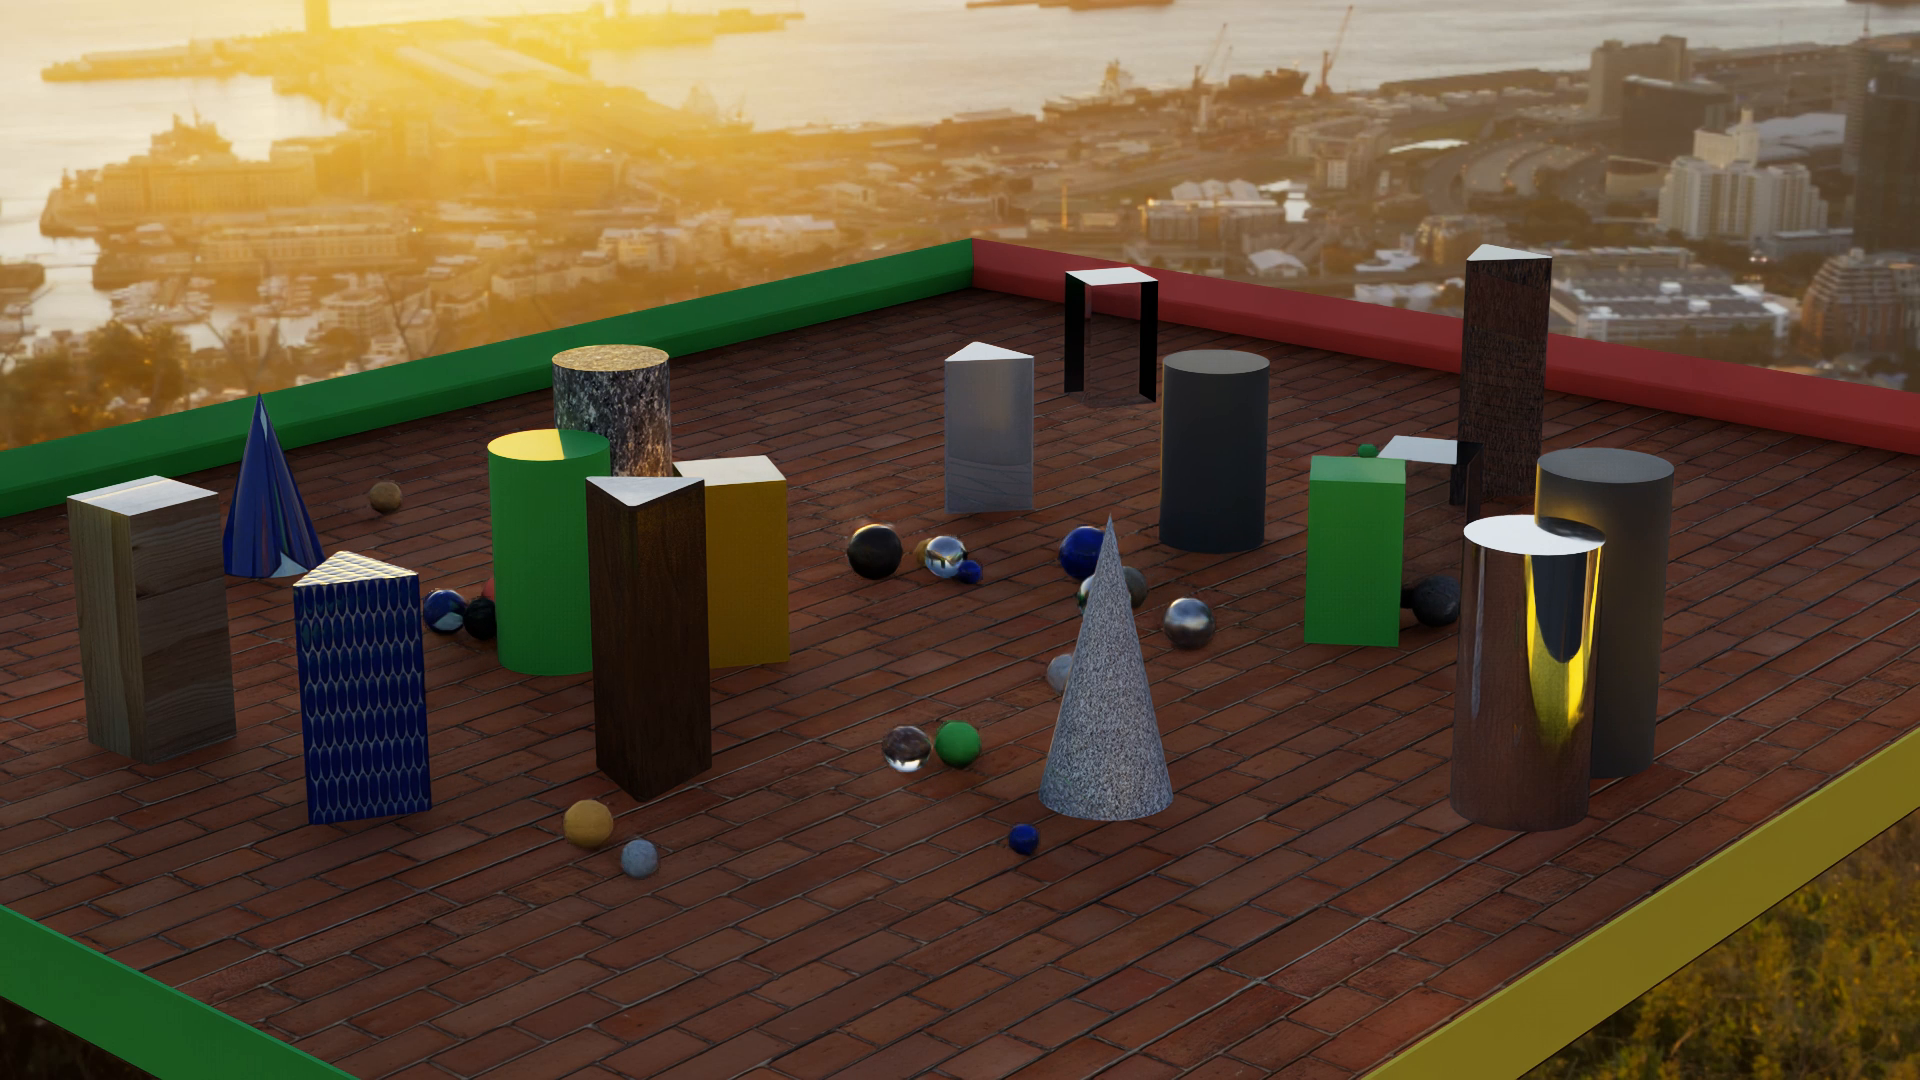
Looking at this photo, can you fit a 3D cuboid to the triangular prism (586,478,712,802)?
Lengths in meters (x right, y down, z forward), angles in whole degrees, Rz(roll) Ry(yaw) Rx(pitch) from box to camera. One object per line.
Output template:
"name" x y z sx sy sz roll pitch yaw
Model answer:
"triangular prism" -0.474 0.133 4.241 0.146 0.443 0.169 10 19 30

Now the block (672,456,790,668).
"block" -0.375 0.035 4.797 0.156 0.308 0.156 -5 17 -15

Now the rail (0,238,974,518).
"rail" -1.258 -0.284 6.166 0.045 0.127 3.984 14 22 39

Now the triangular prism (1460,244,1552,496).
"triangular prism" 1.038 -0.332 5.733 0.169 0.471 0.146 -3 17 -9

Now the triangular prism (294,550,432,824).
"triangular prism" -0.857 0.204 4.164 0.169 0.352 0.146 -6 18 -18

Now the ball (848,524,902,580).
"ball" -0.151 0.022 5.207 0.097 0.097 0.097 0 17 0

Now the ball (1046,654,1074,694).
"ball" 0.168 0.213 4.631 0.064 0.064 0.064 0 17 0

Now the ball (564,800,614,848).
"ball" -0.512 0.391 4.034 0.068 0.068 0.068 0 17 0

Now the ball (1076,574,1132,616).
"ball" 0.244 0.099 4.958 0.092 0.092 0.092 0 17 0

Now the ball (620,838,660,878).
"ball" -0.430 0.428 3.939 0.052 0.052 0.052 0 17 0

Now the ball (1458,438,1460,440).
"ball" 1.041 -0.183 5.908 0.084 0.084 0.084 0 17 0

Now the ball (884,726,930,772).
"ball" -0.078 0.307 4.309 0.070 0.070 0.070 0 17 0

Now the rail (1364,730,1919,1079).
"rail" 1.258 0.347 4.075 0.045 0.127 3.984 14 22 39

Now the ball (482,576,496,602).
"ball" -0.760 0.098 4.957 0.096 0.096 0.096 0 17 0

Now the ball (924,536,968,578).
"ball" -0.025 0.029 5.219 0.076 0.076 0.076 0 17 0

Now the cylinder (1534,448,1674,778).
"cylinder" 0.936 0.106 4.318 0.195 0.449 0.195 0 17 0

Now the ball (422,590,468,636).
"ball" -0.863 0.121 4.915 0.076 0.076 0.076 0 17 0

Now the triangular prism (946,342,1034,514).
"triangular prism" 0.044 -0.219 5.655 0.169 0.300 0.146 -3 17 -10

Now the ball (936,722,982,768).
"ball" -0.003 0.302 4.329 0.068 0.068 0.068 0 17 0

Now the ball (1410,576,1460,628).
"ball" 0.806 0.104 4.950 0.088 0.088 0.088 0 17 0

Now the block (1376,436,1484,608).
"block" 0.810 -0.028 5.084 0.156 0.264 0.156 6 18 19

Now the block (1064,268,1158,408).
"block" 0.331 -0.446 6.452 0.156 0.274 0.156 -6 18 -18

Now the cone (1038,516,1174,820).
"cone" 0.210 0.164 4.167 0.195 0.425 0.195 0 17 0

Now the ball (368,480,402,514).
"ball" -1.099 -0.081 5.609 0.063 0.063 0.063 0 17 0

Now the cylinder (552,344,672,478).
"cylinder" -0.585 -0.090 4.970 0.195 0.449 0.195 0 17 0

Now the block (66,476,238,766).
"block" -1.208 0.118 4.388 0.156 0.386 0.156 14 21 38

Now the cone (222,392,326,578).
"cone" -1.249 -0.113 5.269 0.195 0.319 0.195 0 17 0

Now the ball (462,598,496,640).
"ball" -0.795 0.132 4.890 0.069 0.069 0.069 0 17 0

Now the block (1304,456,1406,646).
"block" 0.660 0.017 4.903 0.156 0.281 0.156 2 17 8

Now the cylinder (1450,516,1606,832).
"cylinder" 0.798 0.186 4.131 0.195 0.405 0.195 0 17 0

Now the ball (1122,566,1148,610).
"ball" 0.283 0.084 5.033 0.079 0.079 0.079 0 17 0

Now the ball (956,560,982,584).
"ball" 0.016 0.057 5.185 0.043 0.043 0.043 0 17 0

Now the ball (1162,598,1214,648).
"ball" 0.378 0.137 4.846 0.085 0.085 0.085 0 17 0

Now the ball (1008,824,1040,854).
"ball" 0.087 0.410 4.017 0.043 0.043 0.043 0 17 0

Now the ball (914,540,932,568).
"ball" -0.056 0.024 5.282 0.051 0.051 0.051 0 17 0

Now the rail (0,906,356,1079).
"rail" -1.290 0.461 3.697 3.378 0.127 0.045 14 22 39

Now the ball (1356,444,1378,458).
"ball" 0.826 -0.174 5.945 0.046 0.046 0.046 0 17 0

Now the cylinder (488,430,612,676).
"cylinder" -0.661 0.019 4.764 0.195 0.359 0.195 0 17 0

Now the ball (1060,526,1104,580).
"ball" 0.224 0.024 5.200 0.097 0.097 0.097 0 17 0

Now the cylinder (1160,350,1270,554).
"cylinder" 0.468 -0.165 5.409 0.195 0.338 0.195 0 17 0

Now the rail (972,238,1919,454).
"rail" 1.290 -0.397 6.543 3.378 0.127 0.045 14 22 39
